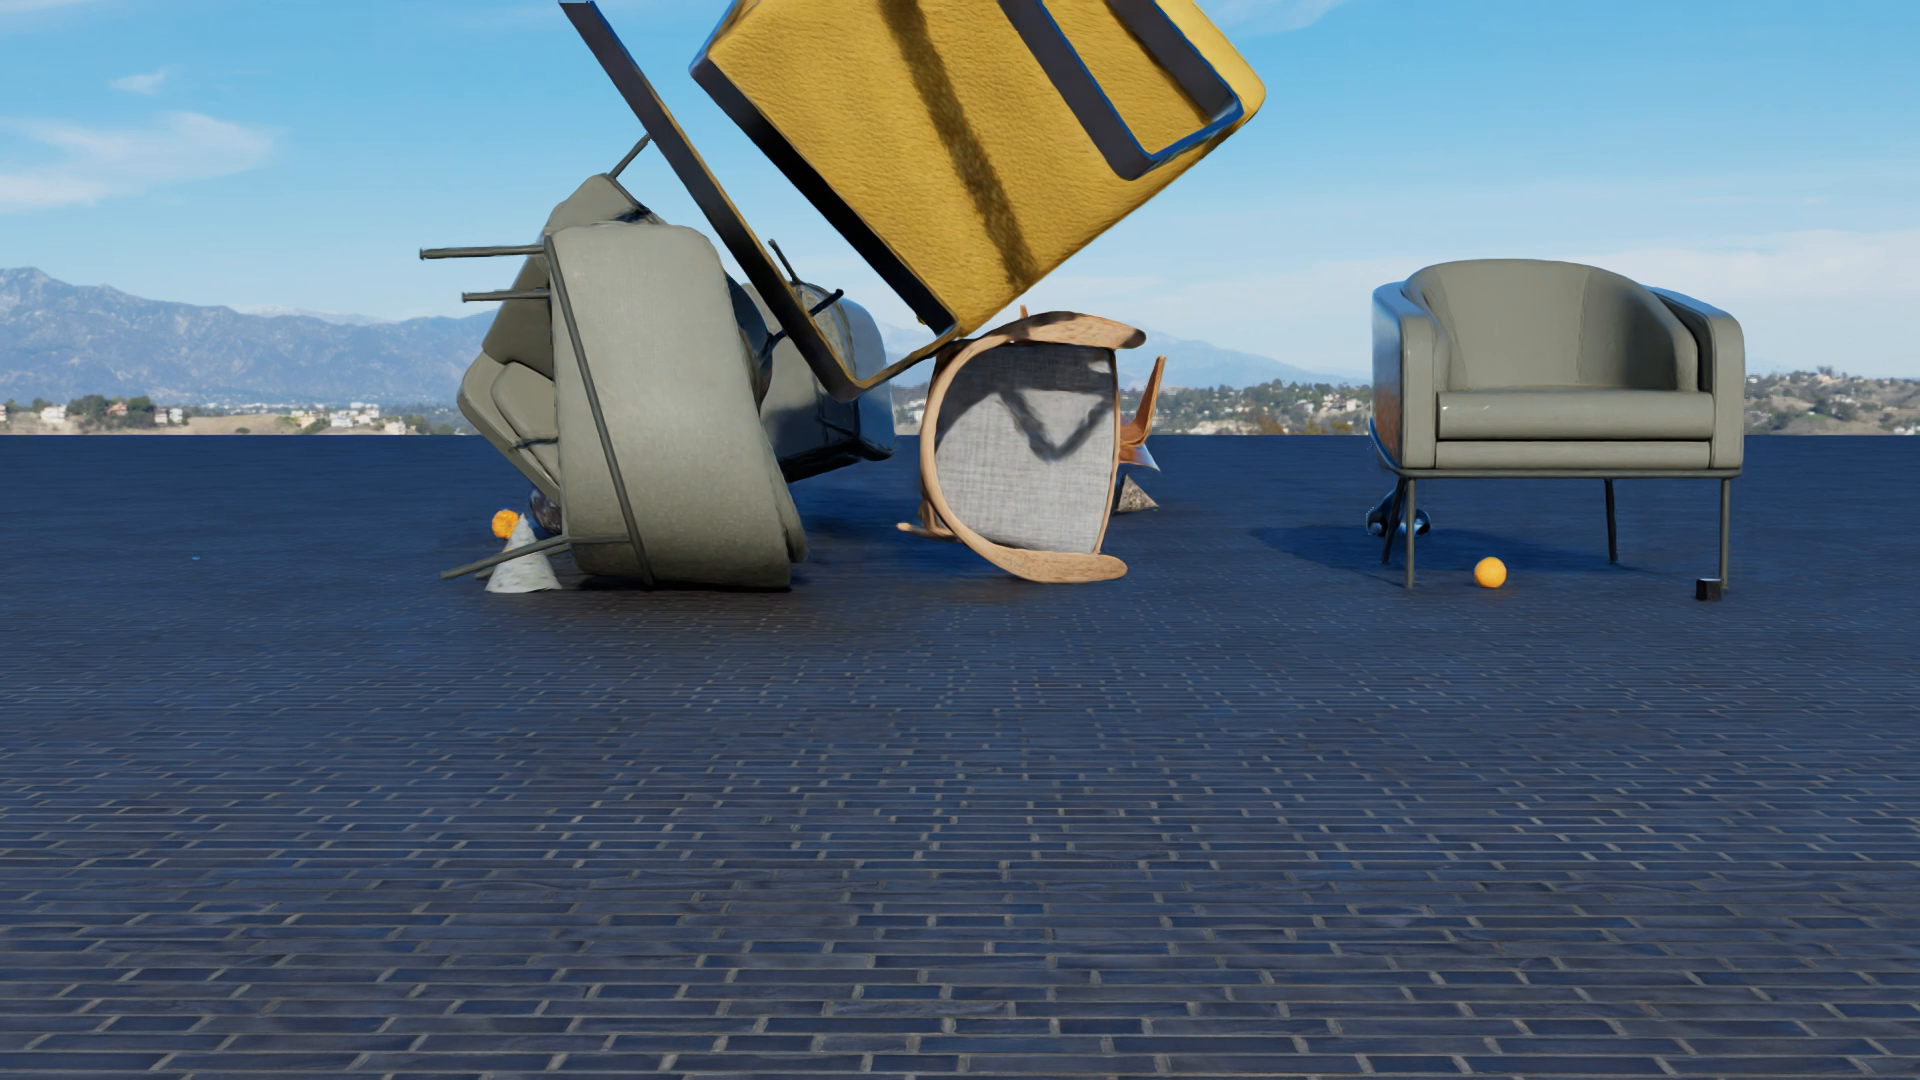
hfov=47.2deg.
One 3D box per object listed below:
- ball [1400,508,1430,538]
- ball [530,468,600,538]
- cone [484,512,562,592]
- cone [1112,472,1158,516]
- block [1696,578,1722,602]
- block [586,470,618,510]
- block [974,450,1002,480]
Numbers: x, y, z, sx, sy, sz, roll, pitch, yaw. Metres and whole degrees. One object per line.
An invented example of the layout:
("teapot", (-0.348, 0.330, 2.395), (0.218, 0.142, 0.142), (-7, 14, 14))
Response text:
("ball", (1.371, -0.051, 6.625), (0.092, 0.092, 0.092), (0, 4, 0))
("ball", (-1.198, -0.115, 6.673), (0.211, 0.211, 0.211), (0, 4, 0))
("cone", (-0.980, 0.023, 4.934), (0.180, 0.174, 0.162), (-4, 5, -43))
("cone", (0.633, -0.140, 7.769), (0.151, 0.159, 0.147), (16, -11, -4))
("block", (1.592, 0.106, 4.678), (0.035, 0.044, 0.037), (-2, 4, -17))
("block", (-1.341, -0.187, 8.183), (0.089, 0.114, 0.097), (-3, 36, -35))
("block", (0.096, -0.253, 7.412), (0.053, 0.084, 0.059), (-36, -6, -4))
